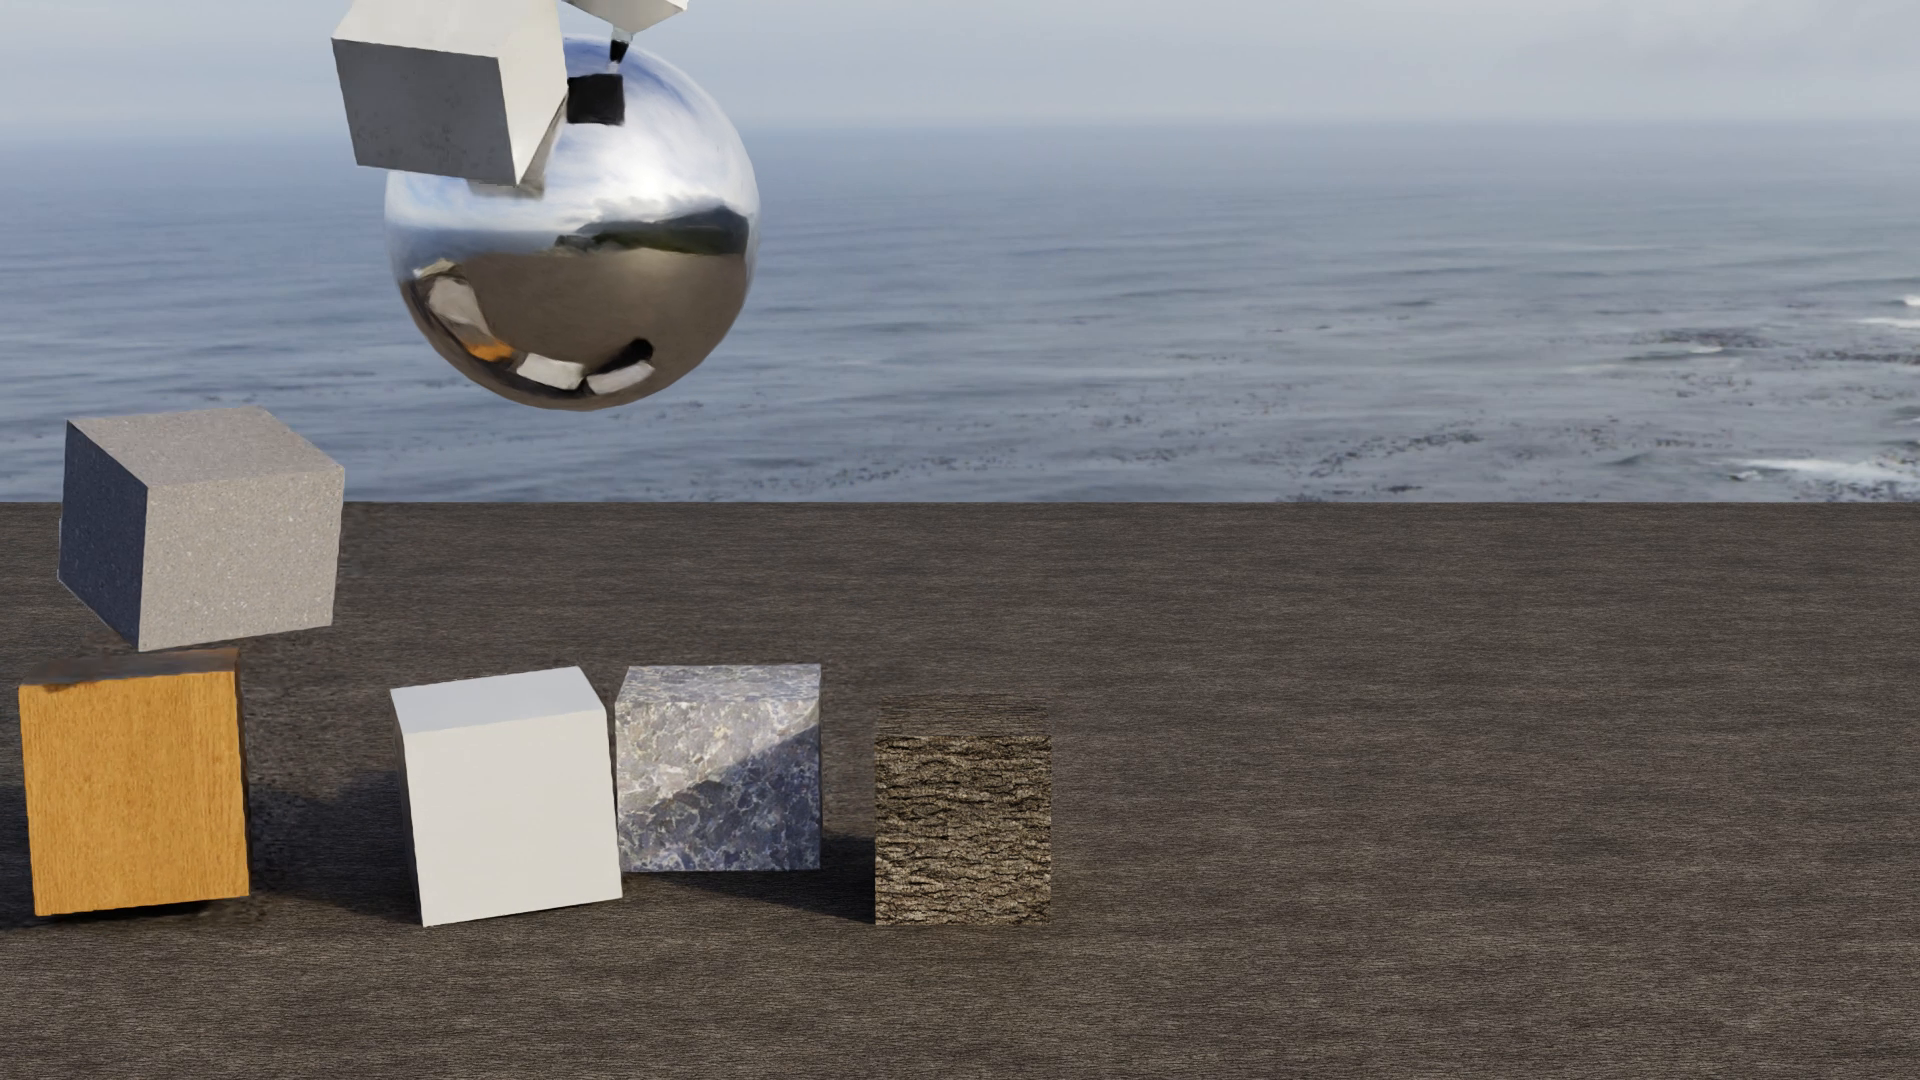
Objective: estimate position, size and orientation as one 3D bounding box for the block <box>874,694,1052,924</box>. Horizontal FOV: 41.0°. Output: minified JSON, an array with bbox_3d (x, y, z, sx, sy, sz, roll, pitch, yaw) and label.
[{"bbox_3d":[0.011,1.142,11.016,0.730,0.812,0.743,0,10,0],"label":"block"}]

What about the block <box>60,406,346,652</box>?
[{"bbox_3d":[-3.114,-0.067,10.521,0.836,0.696,0.781,-8,27,-40],"label":"block"}]

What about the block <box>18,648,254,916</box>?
[{"bbox_3d":[-3.516,1.010,11.029,0.845,0.945,0.981,-4,4,-14],"label":"block"}]

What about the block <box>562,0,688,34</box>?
[{"bbox_3d":[-1.350,-2.414,10.168,0.539,0.550,0.502,21,-12,-29],"label":"block"}]

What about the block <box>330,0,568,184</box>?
[{"bbox_3d":[-1.951,-1.837,9.894,0.648,0.583,0.651,8,46,8],"label":"block"}]

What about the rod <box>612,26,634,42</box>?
[{"bbox_3d":[-0.712,-4.566,10.350,0.080,5.200,0.080,16,10,-3],"label":"rod"}]

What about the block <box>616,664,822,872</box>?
[{"bbox_3d":[-1.084,1.031,11.724,0.892,0.776,0.719,0,10,-2],"label":"block"}]

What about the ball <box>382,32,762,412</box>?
[{"bbox_3d":[-1.643,-1.348,10.935,1.600,1.600,1.600,0,10,0],"label":"ball"}]

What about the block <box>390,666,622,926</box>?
[{"bbox_3d":[-1.975,1.089,11.109,0.836,0.832,0.824,-7,12,-15],"label":"block"}]
